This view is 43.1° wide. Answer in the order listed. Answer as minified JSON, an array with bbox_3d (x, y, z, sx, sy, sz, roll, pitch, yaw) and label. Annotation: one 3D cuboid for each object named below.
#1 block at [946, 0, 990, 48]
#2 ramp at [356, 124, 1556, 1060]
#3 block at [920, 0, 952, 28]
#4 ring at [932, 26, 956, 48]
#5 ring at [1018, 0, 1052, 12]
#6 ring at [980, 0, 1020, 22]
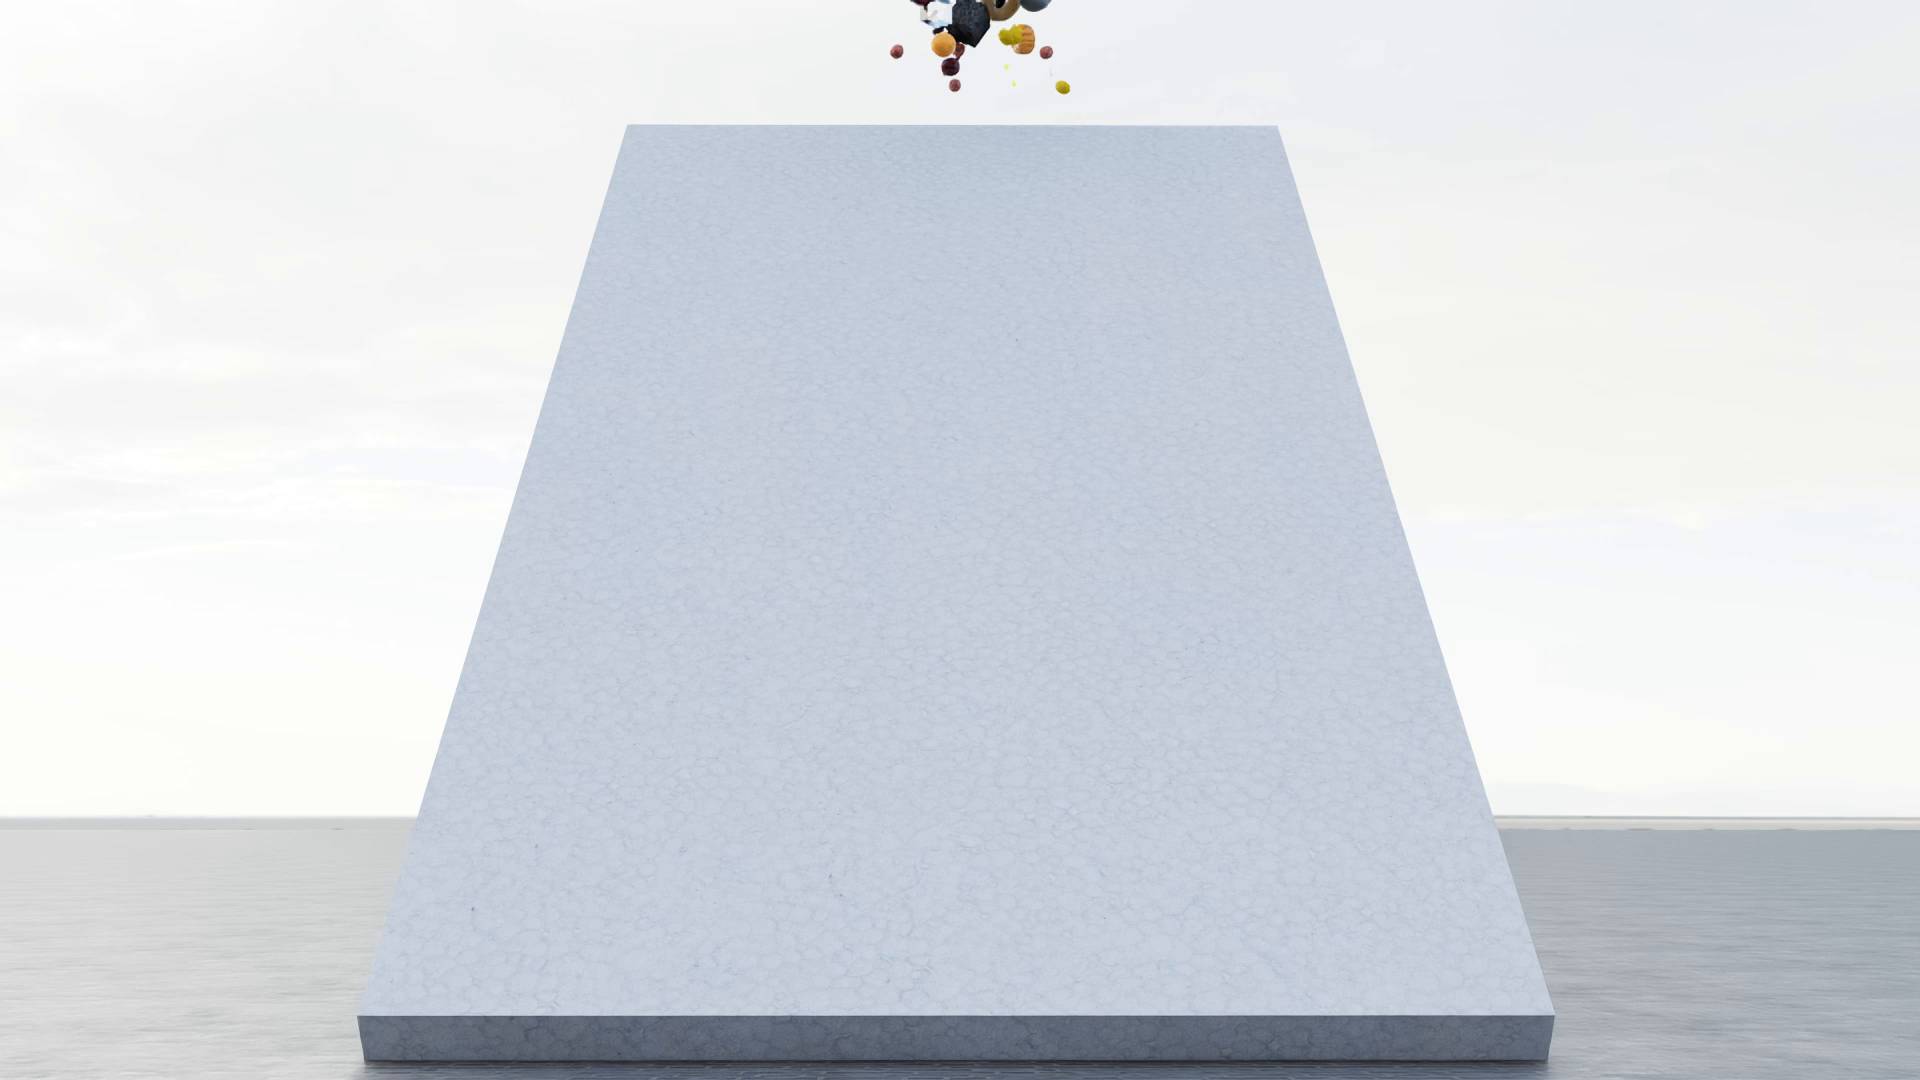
[{"bbox_3d":[0.023,-1.520,7.136,0.092,0.092,0.092,26,-21,19],"label":"block"},{"bbox_3d":[-0.014,-0.199,5.796,2.000,0.100,4.000,0,31,0],"label":"ramp"},{"bbox_3d":[-0.069,-1.525,7.023,0.065,0.065,0.065,-5,-14,40],"label":"block"},{"bbox_3d":[-0.039,-1.507,7.194,0.100,0.100,0.033,7,14,-47],"label":"ring"},{"bbox_3d":[0.218,-1.622,7.147,0.140,0.140,0.047,5,-2,-39],"label":"ring"},{"bbox_3d":[0.122,-1.614,7.296,0.128,0.128,0.043,3,37,-25],"label":"ring"}]
